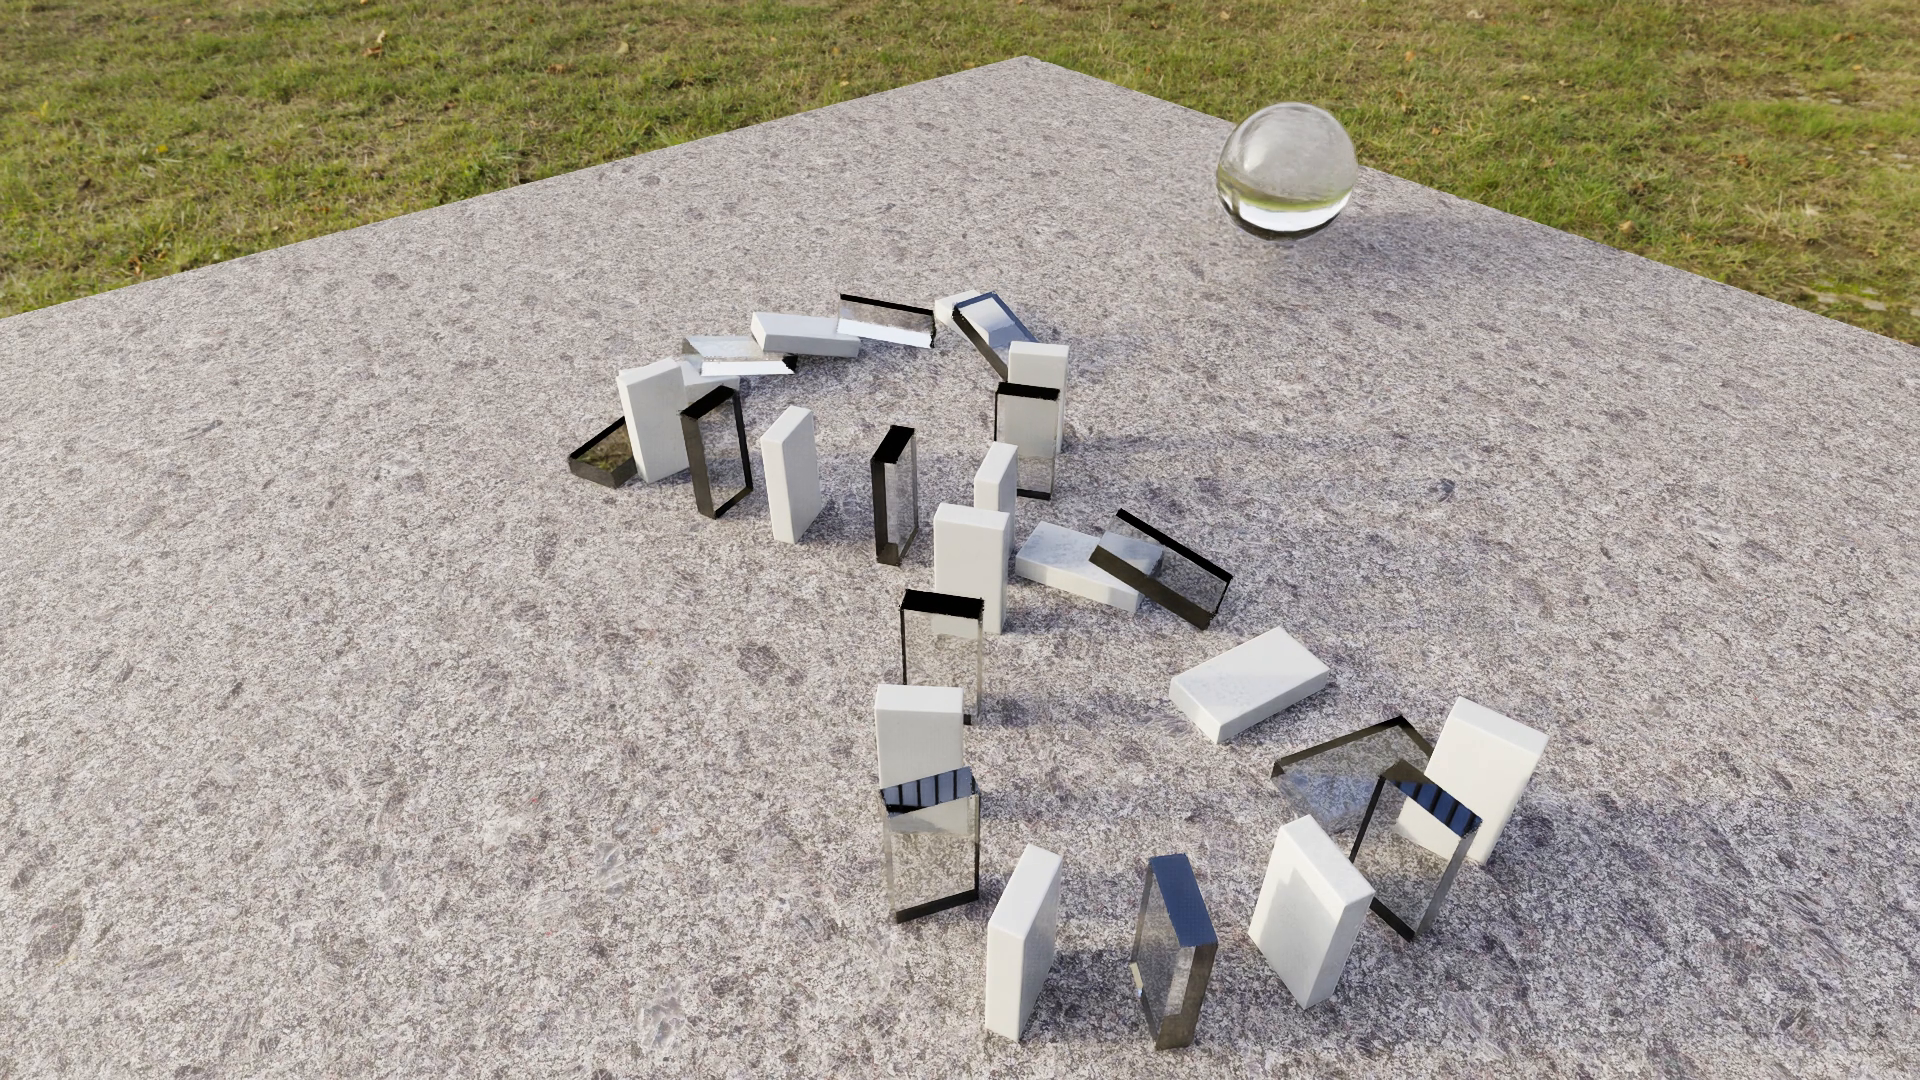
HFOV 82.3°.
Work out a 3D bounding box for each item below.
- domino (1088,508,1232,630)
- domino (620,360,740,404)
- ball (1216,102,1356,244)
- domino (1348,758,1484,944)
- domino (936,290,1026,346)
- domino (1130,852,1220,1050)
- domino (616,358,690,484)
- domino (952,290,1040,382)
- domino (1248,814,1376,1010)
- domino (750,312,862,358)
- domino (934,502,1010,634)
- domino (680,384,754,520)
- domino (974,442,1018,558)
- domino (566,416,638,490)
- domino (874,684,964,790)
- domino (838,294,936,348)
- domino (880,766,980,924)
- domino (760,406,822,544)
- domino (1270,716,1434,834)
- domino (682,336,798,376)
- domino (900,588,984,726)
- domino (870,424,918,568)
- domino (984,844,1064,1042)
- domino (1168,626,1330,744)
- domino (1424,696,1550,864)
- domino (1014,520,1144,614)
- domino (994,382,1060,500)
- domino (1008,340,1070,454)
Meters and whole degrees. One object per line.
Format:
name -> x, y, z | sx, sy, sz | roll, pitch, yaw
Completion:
domino -> 0.076, 0.011, 0.417 | 0.050, 0.010, 0.025 | 32, 46, 5
domino -> -0.134, -0.075, 0.526 | 0.050, 0.010, 0.025 | -17, 41, -39
ball -> 0.193, -0.217, 0.653 | 0.080, 0.080, 0.080 | 0, 39, 0
domino -> 0.124, 0.087, 0.305 | 0.010, 0.050, 0.025 | -24, 45, -27
domino -> 0.011, -0.117, 0.586 | 0.025, 0.010, 0.050 | -22, 44, -25
domino -> 0.054, 0.106, 0.282 | 0.009, 0.050, 0.025 | -6, 40, -7
domino -> -0.130, -0.051, 0.474 | 0.025, 0.050, 0.010 | -28, 47, -30
domino -> 0.020, -0.103, 0.557 | 0.025, 0.010, 0.050 | -25, 64, -26
domino -> 0.092, 0.099, 0.291 | 0.010, 0.050, 0.025 | -16, 42, -19
domino -> -0.079, -0.105, 0.560 | 0.050, 0.010, 0.025 | -1, 36, -27
domino -> 0.004, 0.011, 0.398 | 0.025, 0.050, 0.009 | 9, 40, 11
domino -> -0.100, -0.036, 0.455 | 0.009, 0.050, 0.025 | 21, 44, 24
domino -> 0.014, -0.010, 0.423 | 0.010, 0.050, 0.025 | 12, 41, 14
domino -> -0.149, -0.043, 0.496 | 0.025, 0.010, 0.050 | 18, 43, 21
domino -> -0.012, 0.065, 0.332 | 0.025, 0.050, 0.010 | 2, 39, 3
domino -> -0.039, -0.114, 0.574 | 0.050, 0.010, 0.025 | 8, 38, -13
domino -> -0.008, 0.086, 0.307 | 0.025, 0.050, 0.009 | -12, 41, -14
domino -> -0.067, -0.026, 0.443 | 0.009, 0.050, 0.025 | 14, 41, 16
domino -> 0.128, 0.075, 0.352 | 0.050, 0.010, 0.025 | -15, 42, -17
domino -> -0.109, -0.092, 0.544 | 0.050, 0.010, 0.025 | -8, 36, -36
domino -> -0.006, 0.040, 0.363 | 0.025, 0.050, 0.009 | 7, 40, 9
domino -> -0.025, -0.017, 0.432 | 0.009, 0.050, 0.025 | 11, 41, 13
domino -> 0.016, 0.105, 0.284 | 0.009, 0.050, 0.025 | 17, 42, 19
domino -> 0.101, 0.050, 0.383 | 0.050, 0.010, 0.025 | -21, 44, -24
domino -> 0.151, 0.071, 0.324 | 0.025, 0.050, 0.010 | 26, 46, 28
domino -> 0.050, 0.010, 0.431 | 0.050, 0.010, 0.025 | 18, 42, 20
domino -> 0.027, -0.041, 0.461 | 0.025, 0.050, 0.009 | 9, 40, 10
domino -> 0.034, -0.063, 0.488 | 0.025, 0.050, 0.009 | 6, 40, 7
